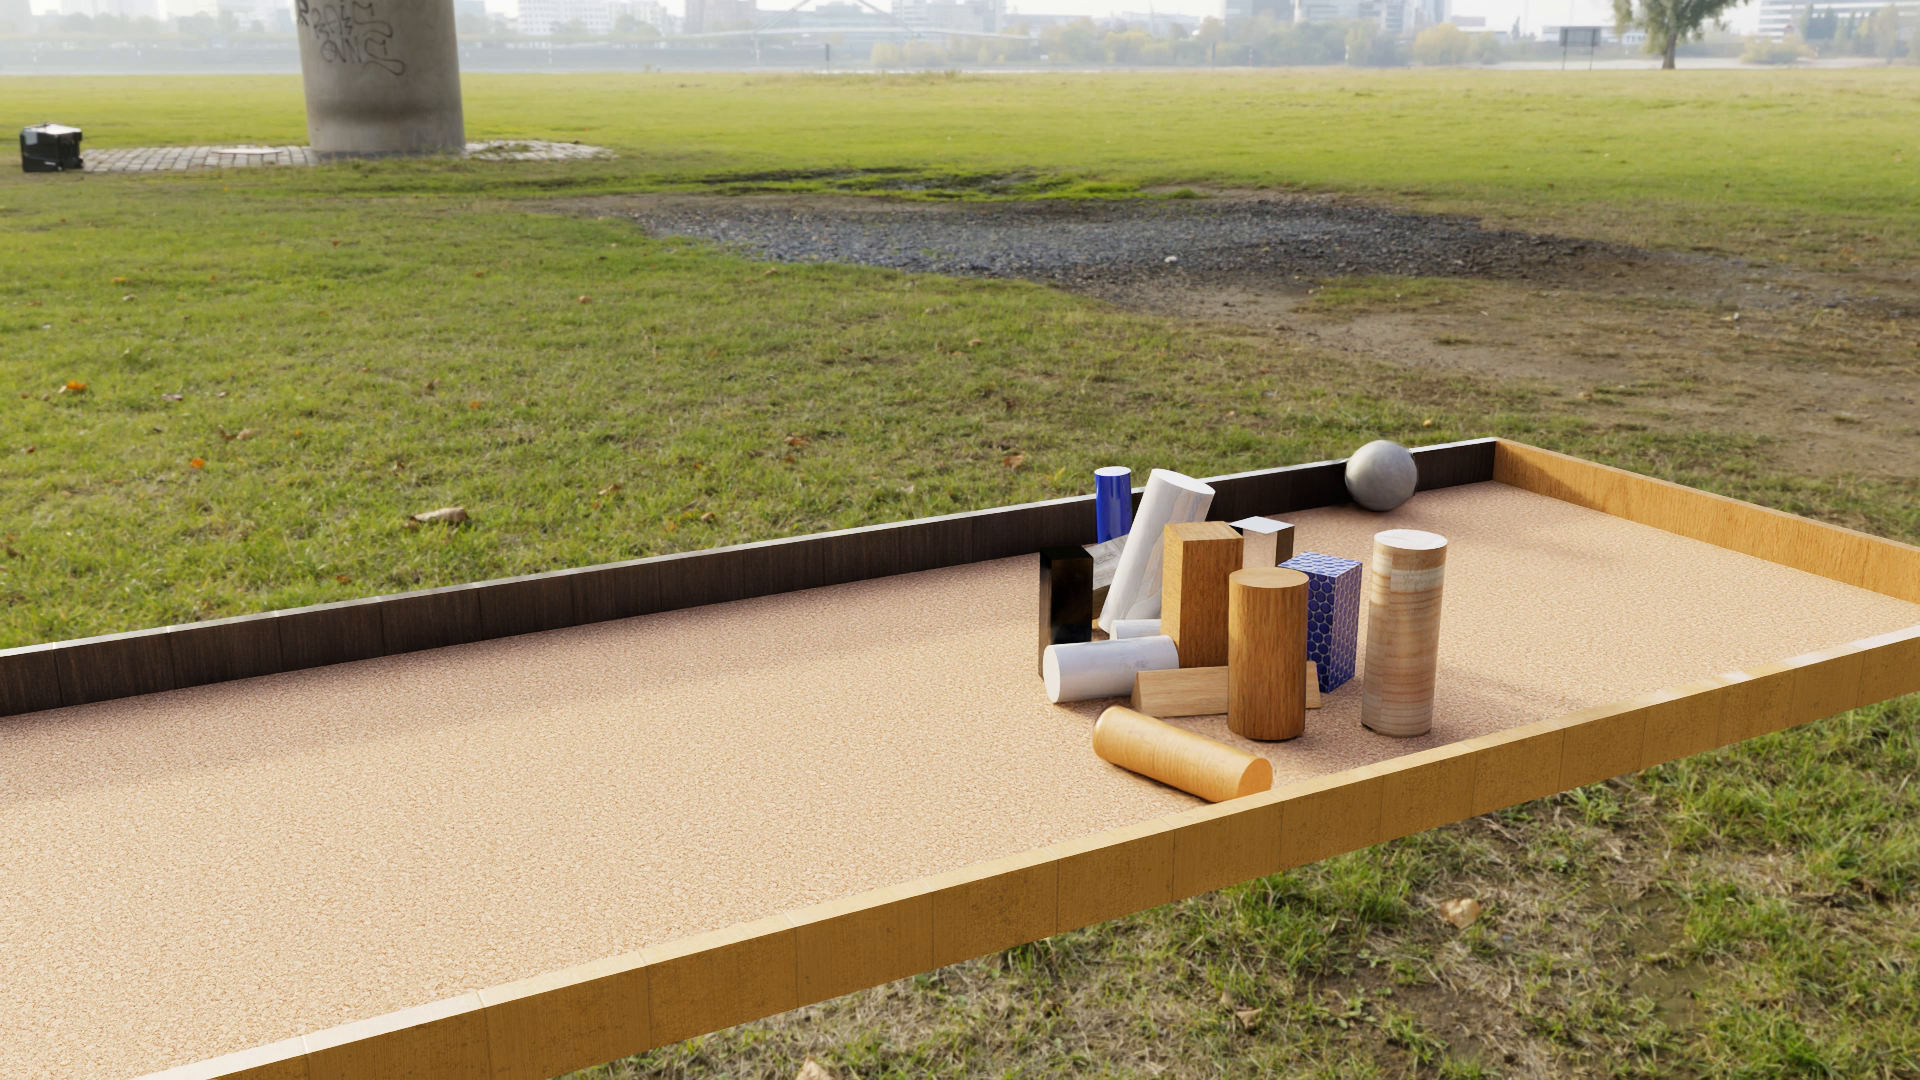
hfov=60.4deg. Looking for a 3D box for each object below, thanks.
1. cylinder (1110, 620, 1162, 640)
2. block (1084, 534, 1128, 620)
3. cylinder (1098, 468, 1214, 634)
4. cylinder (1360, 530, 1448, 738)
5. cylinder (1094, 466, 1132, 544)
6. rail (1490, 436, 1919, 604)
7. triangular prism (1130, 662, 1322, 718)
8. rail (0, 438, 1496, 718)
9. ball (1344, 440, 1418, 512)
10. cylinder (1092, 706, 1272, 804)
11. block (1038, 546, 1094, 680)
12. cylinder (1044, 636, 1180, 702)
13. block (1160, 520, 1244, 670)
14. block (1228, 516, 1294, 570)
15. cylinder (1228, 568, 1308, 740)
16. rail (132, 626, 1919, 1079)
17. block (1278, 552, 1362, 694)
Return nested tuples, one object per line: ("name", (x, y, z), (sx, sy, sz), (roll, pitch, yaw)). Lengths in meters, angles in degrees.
("cylinder", (0.576, 0.262, 4.250), (0.364, 0.120, 0.120), (-1, 16, -4))
("block", (0.427, 0.100, 4.587), (0.371, 0.139, 0.139), (-18, 52, -26))
("cylinder", (0.517, 0.047, 4.362), (0.174, 0.437, 0.174), (17, 15, -5))
("cylinder", (1.024, 0.216, 3.813), (0.161, 0.454, 0.161), (0, 16, 0))
("cylinder", (0.456, -0.035, 4.847), (0.104, 0.346, 0.104), (-4, 17, 1))
("rail", (2.466, -0.048, 5.253), (0.050, 0.150, 2.100), (-9, 18, -27))
("triangular prism", (0.642, 0.351, 3.977), (0.442, 0.099, 0.114), (-3, 17, -9))
("rail", (-3.305, 0.497, 3.399), (12.000, 0.150, 0.050), (-9, 18, -27))
("ball", (1.447, -0.220, 5.673), (0.242, 0.242, 0.242), (0, 16, 0))
("cylinder", (0.473, 0.468, 3.542), (0.123, 0.123, 0.393), (-15, 22, -42))
("block", (0.262, 0.192, 4.106), (0.106, 0.336, 0.106), (-4, 17, -13))
("cylinder", (0.369, 0.315, 4.037), (0.303, 0.140, 0.140), (-4, 17, -13))
("block", (0.594, 0.169, 4.074), (0.152, 0.399, 0.152), (-3, 17, -9))
("block", (0.786, 0.119, 4.359), (0.124, 0.331, 0.124), (-14, 22, -42))
("cylinder", (0.711, 0.260, 3.815), (0.179, 0.361, 0.179), (-1, 14, 0))
("rail", (-2.336, 1.006, 1.665), (12.000, 0.150, 0.050), (-9, 18, -27))
("block", (0.892, 0.204, 4.126), (0.155, 0.302, 0.155), (12, 20, 36))
